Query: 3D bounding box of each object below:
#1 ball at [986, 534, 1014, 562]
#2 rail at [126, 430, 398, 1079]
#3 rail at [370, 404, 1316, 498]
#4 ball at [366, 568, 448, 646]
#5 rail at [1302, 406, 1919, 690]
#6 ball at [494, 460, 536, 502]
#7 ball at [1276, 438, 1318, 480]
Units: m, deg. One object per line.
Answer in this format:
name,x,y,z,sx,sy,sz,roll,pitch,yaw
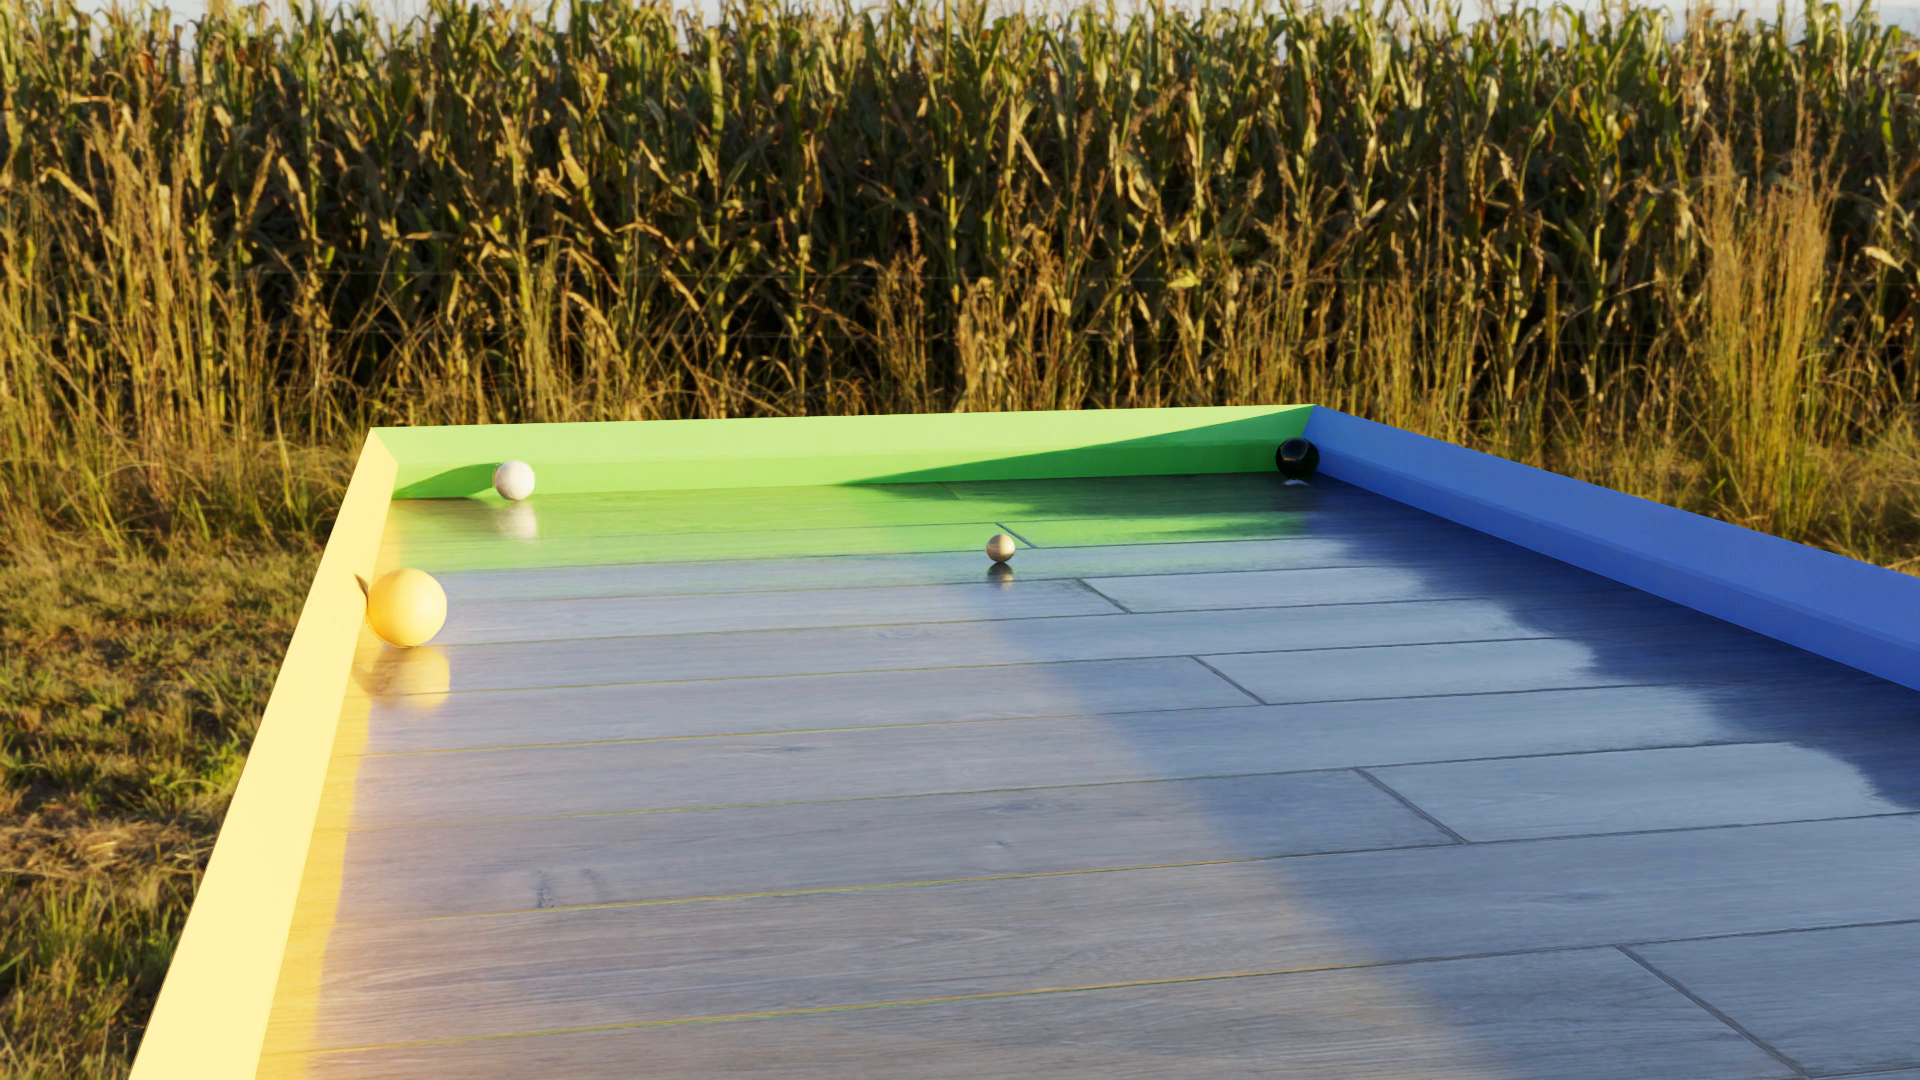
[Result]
ball,0.059,0.012,3.209,0.042,0.042,0.042,0,10,0
rail,-0.650,0.134,2.258,0.045,0.123,3.225,-2,10,-12
rail,-0.168,-0.160,3.966,1.732,0.123,0.045,-2,10,-12
ball,-0.667,0.081,2.652,0.095,0.095,0.095,0,10,0
rail,0.996,0.072,2.614,0.045,0.123,3.225,-2,10,-12
ball,-0.768,-0.102,3.791,0.070,0.070,0.070,0,10,0
ball,0.620,-0.150,4.050,0.077,0.077,0.077,0,10,0
